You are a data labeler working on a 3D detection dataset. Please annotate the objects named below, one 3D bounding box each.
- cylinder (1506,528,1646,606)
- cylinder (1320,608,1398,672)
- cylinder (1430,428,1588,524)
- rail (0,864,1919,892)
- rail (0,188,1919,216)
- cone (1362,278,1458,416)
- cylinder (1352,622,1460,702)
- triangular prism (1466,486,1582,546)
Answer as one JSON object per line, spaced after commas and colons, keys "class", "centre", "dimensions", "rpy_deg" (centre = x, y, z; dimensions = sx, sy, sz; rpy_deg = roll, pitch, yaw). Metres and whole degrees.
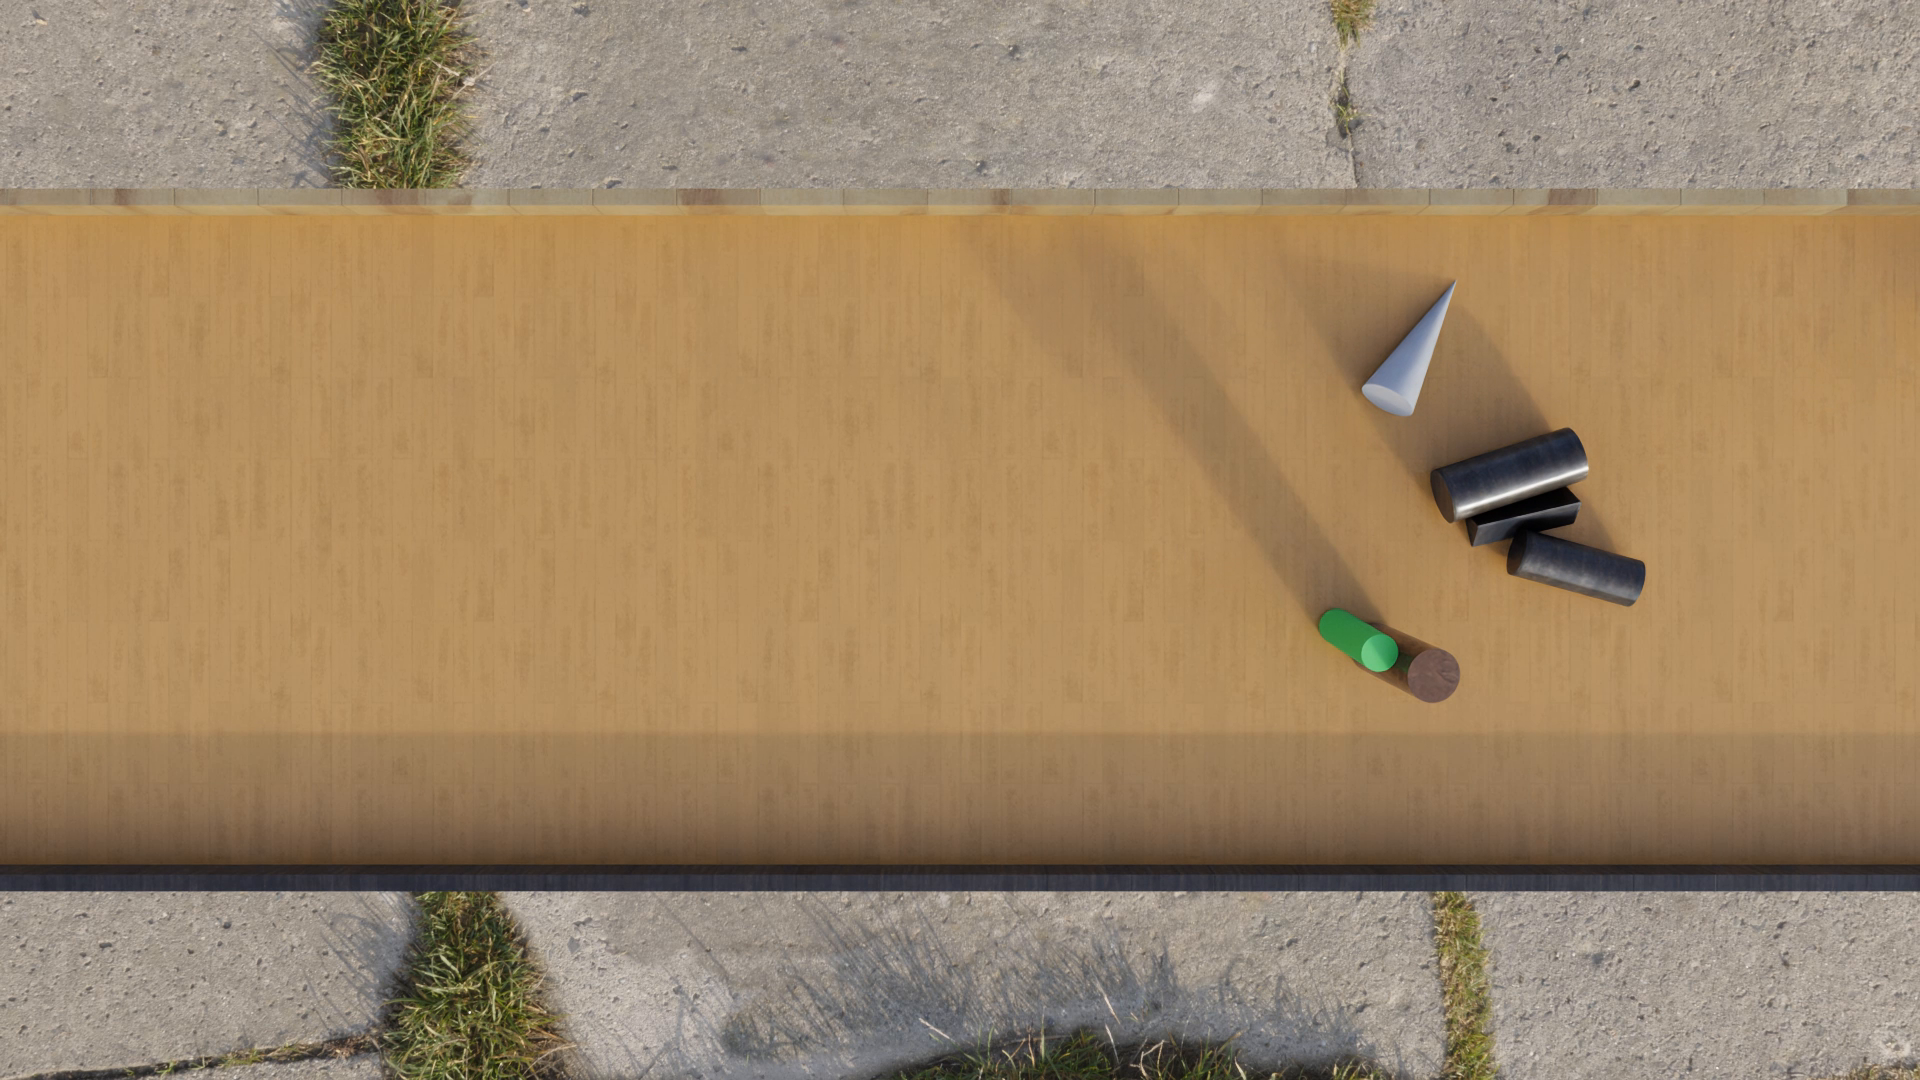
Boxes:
{"class": "cylinder", "centre": [1.866, 0.084, 5.003], "dimensions": [0.368, 0.147, 0.147], "rpy_deg": [15, 90, 0]}
{"class": "cylinder", "centre": [1.176, 0.293, 4.882], "dimensions": [0.109, 0.376, 0.109], "rpy_deg": [-1, 99, -6]}
{"class": "cylinder", "centre": [1.660, -0.196, 4.992], "dimensions": [0.421, 0.170, 0.170], "rpy_deg": [-18, 90, 0]}
{"class": "rail", "centre": [-2.247, 1.025, 5.001], "dimensions": [12.000, 0.150, 0.050], "rpy_deg": [0, 90, 0]}
{"class": "rail", "centre": [-2.247, -1.025, 5.002], "dimensions": [12.000, 0.150, 0.050], "rpy_deg": [0, 90, 0]}
{"class": "cone", "centre": [1.413, -0.614, 5.035], "dimensions": [0.170, 0.170, 0.457], "rpy_deg": [32, 79, 0]}
{"class": "cylinder", "centre": [1.301, 0.356, 4.844], "dimensions": [0.155, 0.445, 0.155], "rpy_deg": [-1, 97, -7]}
{"class": "triangular prism", "centre": [1.716, -0.075, 5.021], "dimensions": [0.320, 0.106, 0.122], "rpy_deg": [-13, 90, 0]}
